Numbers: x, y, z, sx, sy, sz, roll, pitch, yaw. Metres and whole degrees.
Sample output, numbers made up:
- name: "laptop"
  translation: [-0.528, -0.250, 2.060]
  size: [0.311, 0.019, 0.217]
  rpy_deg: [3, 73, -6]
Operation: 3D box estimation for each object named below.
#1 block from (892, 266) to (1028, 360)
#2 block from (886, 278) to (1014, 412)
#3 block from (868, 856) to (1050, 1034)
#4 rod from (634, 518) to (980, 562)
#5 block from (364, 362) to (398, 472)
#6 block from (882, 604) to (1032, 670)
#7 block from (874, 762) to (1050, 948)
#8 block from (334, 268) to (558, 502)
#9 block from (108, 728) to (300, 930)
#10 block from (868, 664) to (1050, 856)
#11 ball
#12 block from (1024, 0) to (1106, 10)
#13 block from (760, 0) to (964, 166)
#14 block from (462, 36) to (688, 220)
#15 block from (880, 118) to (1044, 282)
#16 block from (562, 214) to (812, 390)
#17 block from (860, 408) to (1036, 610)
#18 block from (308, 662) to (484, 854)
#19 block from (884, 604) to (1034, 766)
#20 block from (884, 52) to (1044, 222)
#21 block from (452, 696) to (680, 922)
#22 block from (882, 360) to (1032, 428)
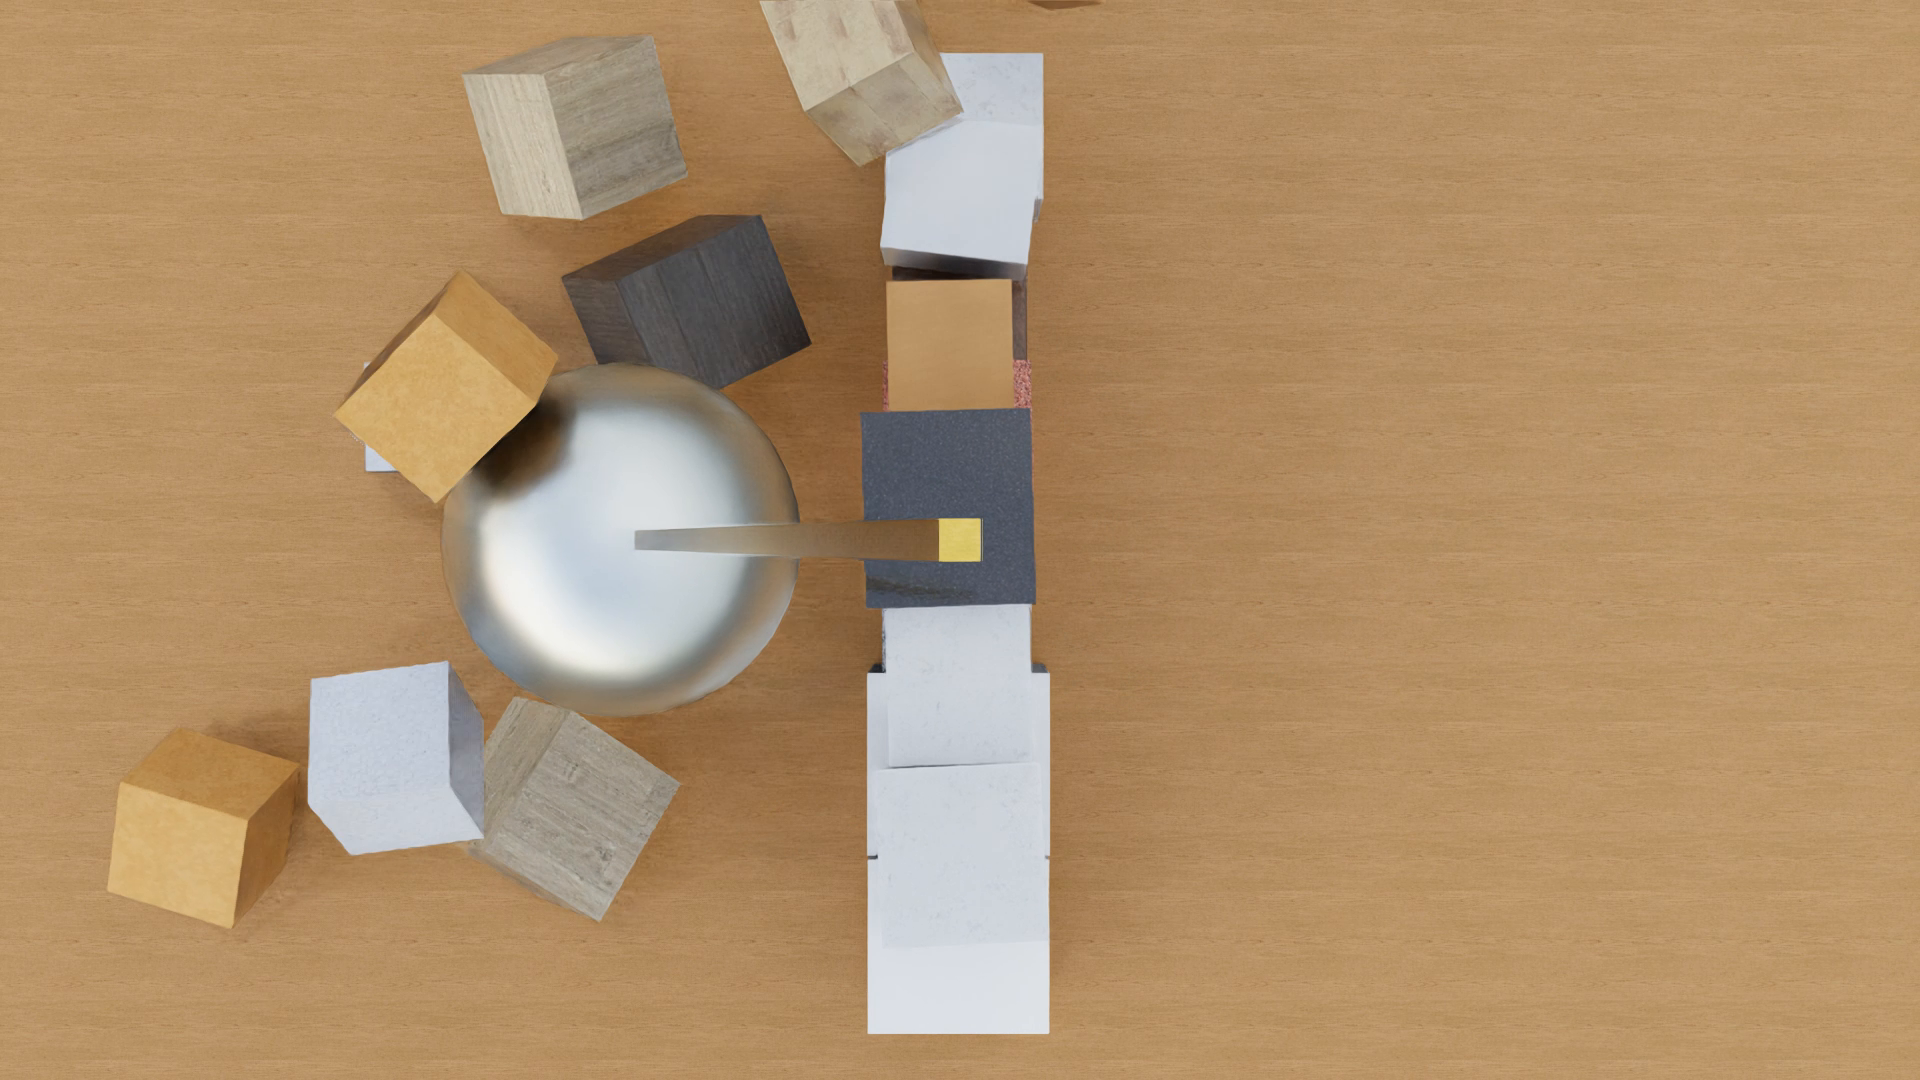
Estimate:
- name: "block"
  translation: [0.001, -1.434, 12.659]
  size: [0.753, 0.683, 0.861]
  rpy_deg: [0, 90, 0]
- name: "block"
  translation: [-0.051, -0.993, 11.762]
  size: [0.649, 0.717, 0.702]
  rpy_deg: [-1, 89, 0]
- name: "block"
  translation: [-0.009, 2.213, 12.483]
  size: [0.988, 1.033, 0.946]
  rpy_deg: [0, 90, 0]
- name: "rod"
  translation: [-0.657, 0.000, 6.619]
  size: [0.080, 5.200, 0.080]
  rpy_deg: [0, 90, -15]
- name: "block"
  translation: [-3.017, -0.699, 12.605]
  size: [0.720, 0.600, 0.605]
  rpy_deg: [-1, 91, -11]
- name: "block"
  translation: [-0.019, 0.291, 12.551]
  size: [0.821, 0.897, 0.855]
  rpy_deg: [0, 90, 0]
- name: "block"
  translation: [0.006, 1.634, 11.509]
  size: [0.836, 0.933, 0.892]
  rpy_deg: [-3, 84, 0]
- name: "block"
  translation: [-2.136, -0.649, 9.195]
  size: [0.625, 0.584, 0.547]
  rpy_deg: [-42, 108, 17]
- name: "block"
  translation: [-4.301, 1.635, 12.530]
  size: [0.740, 0.685, 0.726]
  rpy_deg: [16, 113, 2]
- name: "block"
  translation: [-0.008, 1.227, 12.514]
  size: [0.998, 0.972, 0.998]
  rpy_deg: [0, 90, 0]
- name: "ball"
  translation: [-1.516, 0.000, 9.909]
  size: [1.600, 1.600, 1.600]
  rpy_deg: [0, 90, 0]
- name: "block"
  translation: [0.483, -3.136, 11.562]
  size: [0.490, 0.494, 0.536]
  rpy_deg: [11, 91, -35]
- name: "block"
  translation: [-0.491, -2.442, 11.065]
  size: [0.616, 0.745, 0.697]
  rpy_deg: [-26, 71, 12]
- name: "block"
  translation: [-2.105, -2.269, 12.049]
  size: [0.742, 0.769, 0.791]
  rpy_deg: [-31, 119, -37]
- name: "block"
  translation: [0.009, -1.823, 11.738]
  size: [0.766, 0.744, 0.710]
  rpy_deg: [7, 90, 0]
- name: "block"
  translation: [-1.530, -1.278, 12.246]
  size: [0.902, 0.933, 0.767]
  rpy_deg: [-28, 109, -21]
- name: "block"
  translation: [-0.059, -0.143, 11.581]
  size: [0.856, 1.044, 0.987]
  rpy_deg: [-2, 88, 0]
- name: "block"
  translation: [-2.663, 1.041, 10.444]
  size: [0.647, 0.658, 0.633]
  rpy_deg: [-7, 61, 0]
- name: "block"
  translation: [-0.004, 0.757, 11.612]
  size: [0.735, 0.830, 0.805]
  rpy_deg: [-2, 87, 0]
- name: "block"
  translation: [0.022, -2.279, 12.556]
  size: [0.870, 0.889, 0.806]
  rpy_deg: [0, 90, 0]
- name: "block"
  translation: [-2.267, 1.499, 12.349]
  size: [0.808, 0.774, 0.883]
  rpy_deg: [39, 71, -29]
- name: "block"
  translation: [-0.014, -0.565, 12.560]
  size: [0.817, 0.880, 0.849]
  rpy_deg: [0, 90, 0]
